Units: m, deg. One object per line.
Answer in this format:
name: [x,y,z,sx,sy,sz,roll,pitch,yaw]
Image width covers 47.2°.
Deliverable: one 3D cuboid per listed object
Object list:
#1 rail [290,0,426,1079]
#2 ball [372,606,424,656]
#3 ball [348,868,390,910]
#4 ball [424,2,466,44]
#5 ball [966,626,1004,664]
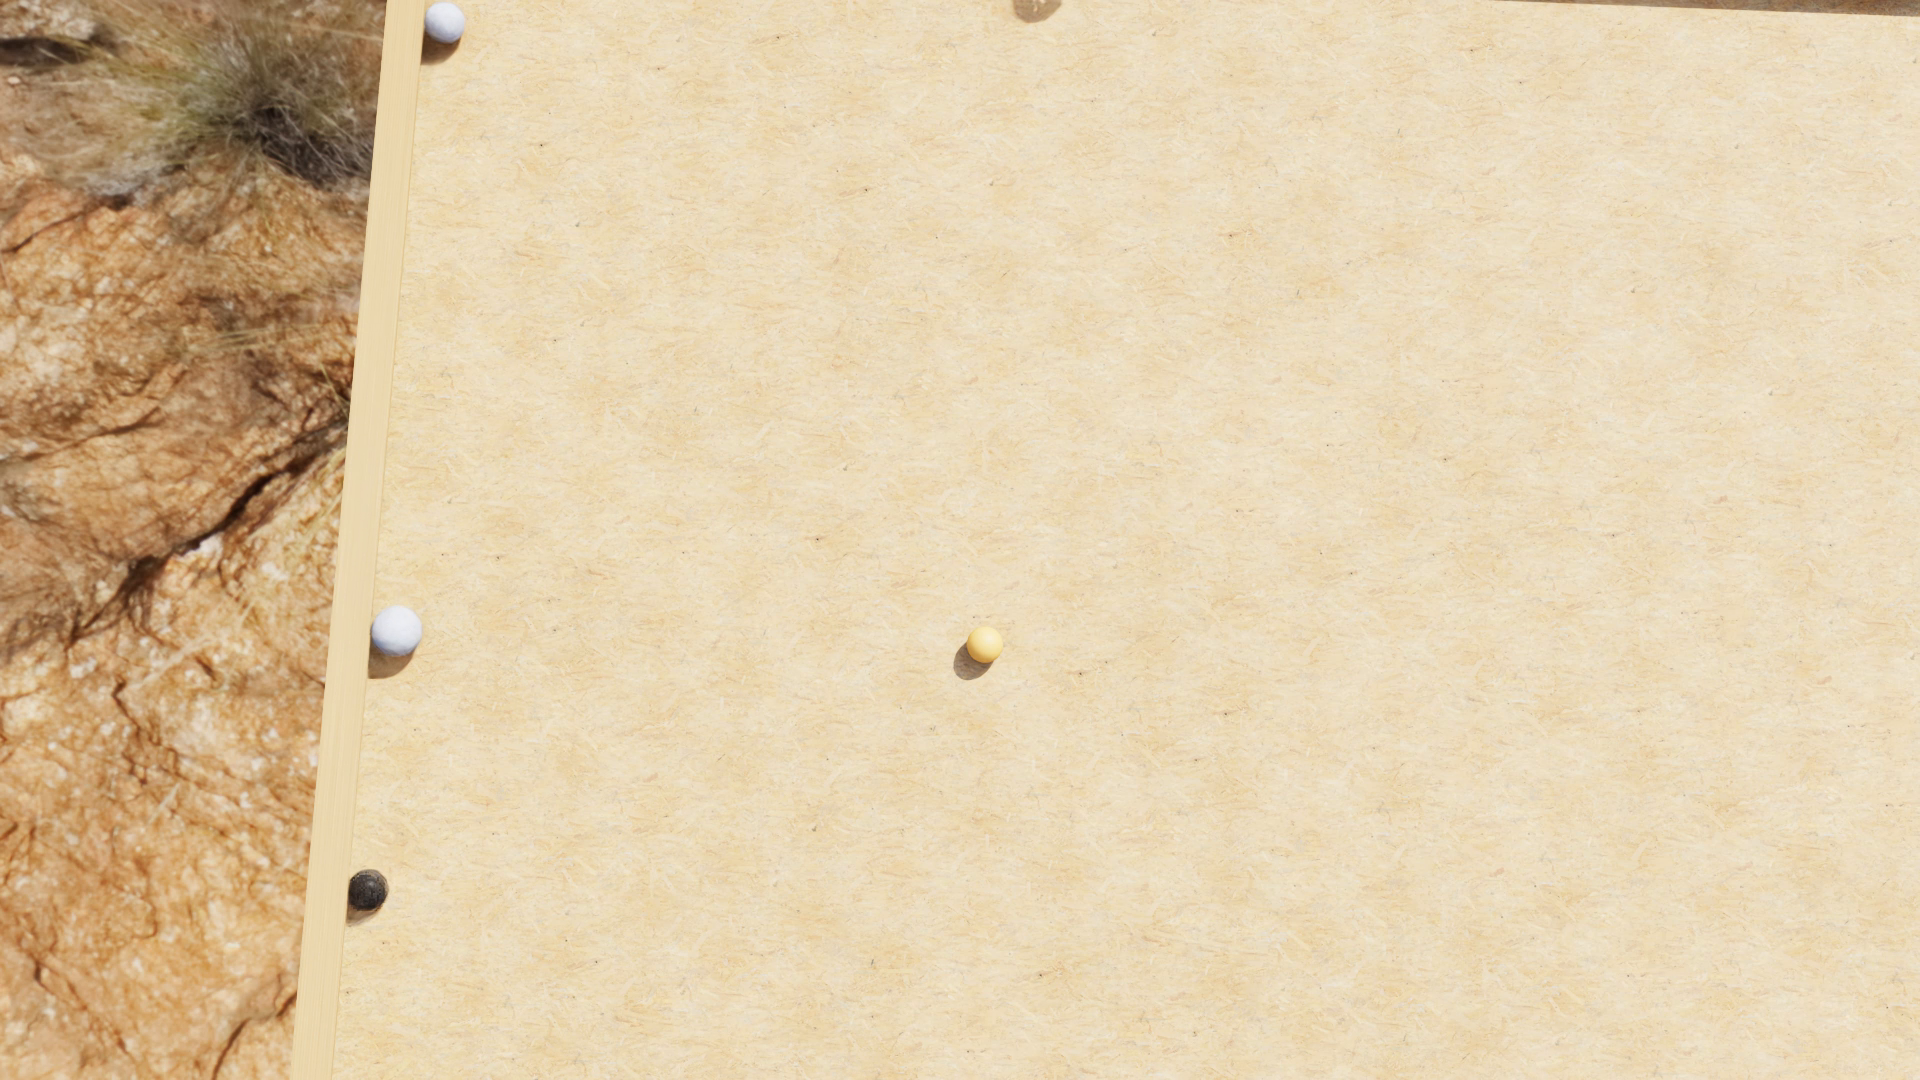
rail: [-0.885,-0.038,3.275,0.045,0.097,1.968,2,80,0]
ball: [-0.834,0.134,3.257,0.075,0.075,0.075,0,80,0]
ball: [-0.861,0.508,3.200,0.059,0.059,0.059,0,80,0]
ball: [-0.803,-0.806,3.427,0.063,0.063,0.063,0,80,0]
ball: [0.037,0.155,3.264,0.054,0.054,0.054,0,80,0]
